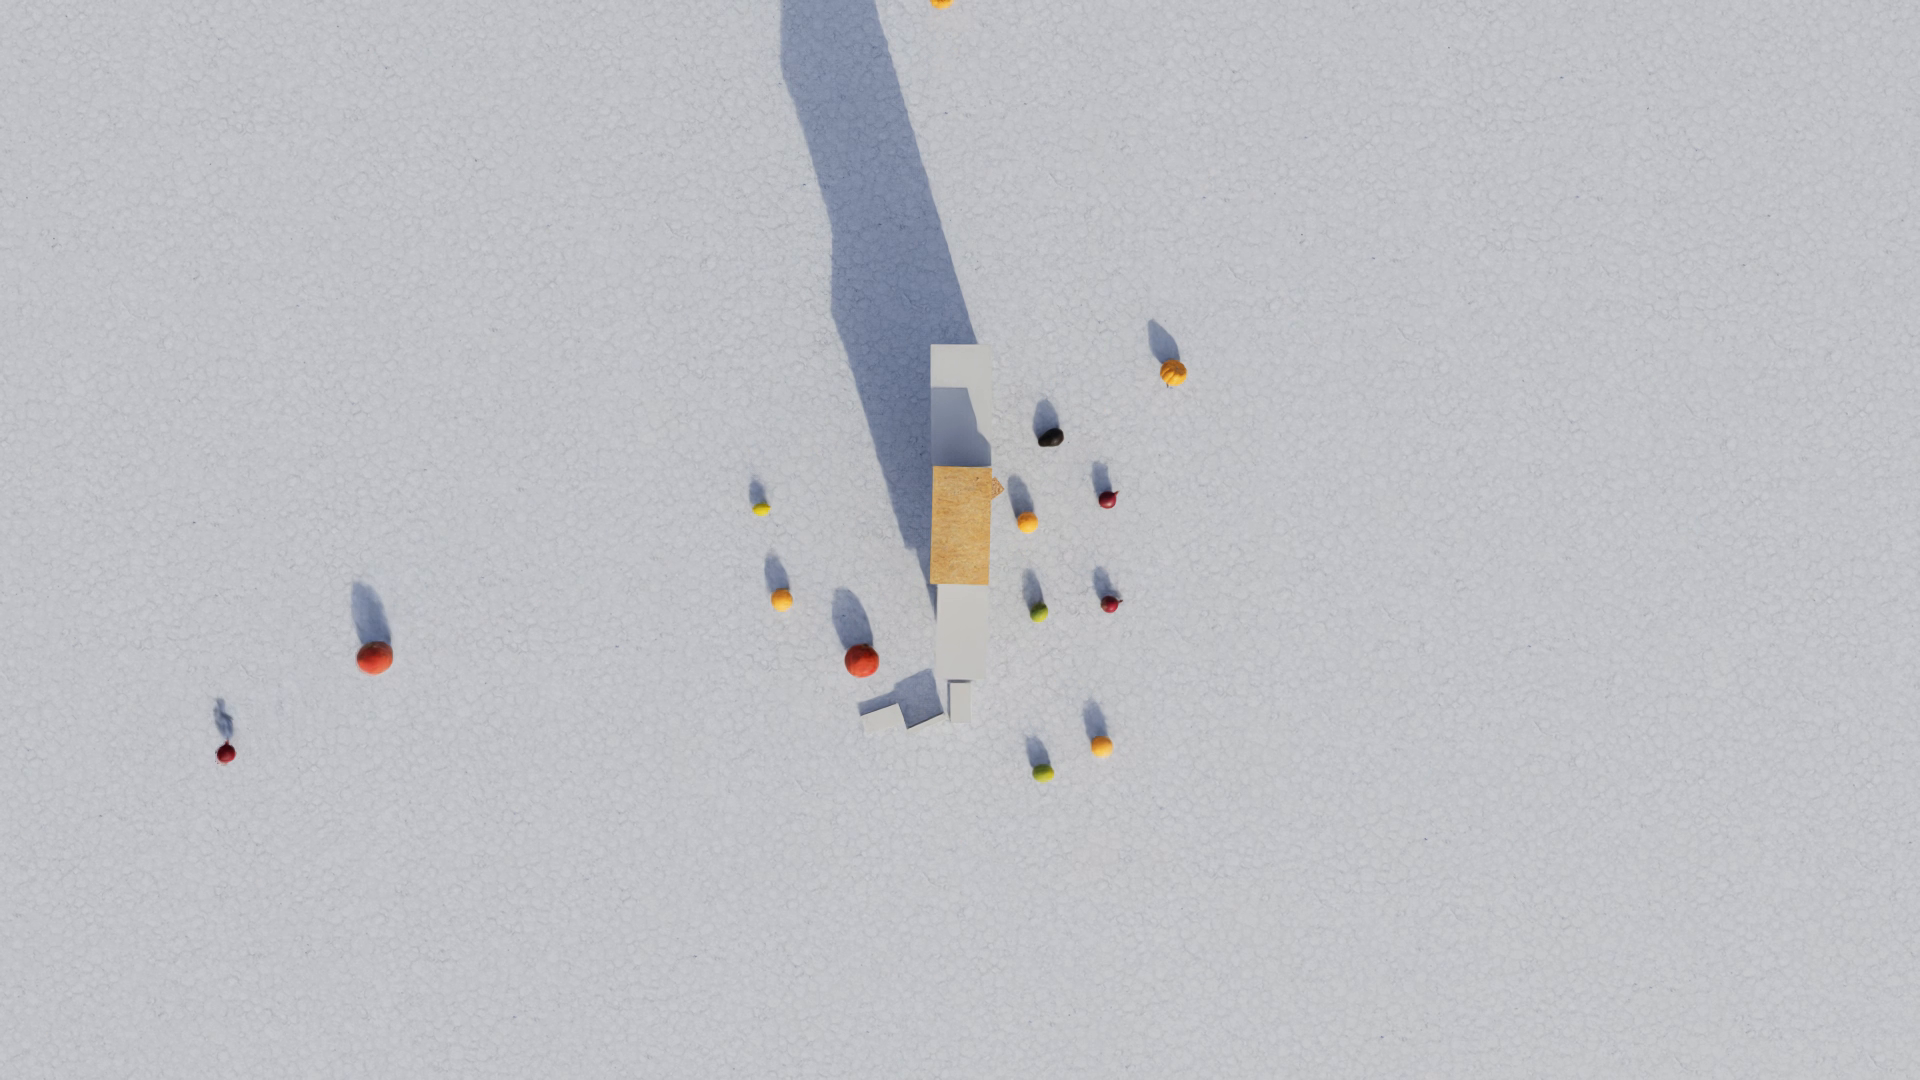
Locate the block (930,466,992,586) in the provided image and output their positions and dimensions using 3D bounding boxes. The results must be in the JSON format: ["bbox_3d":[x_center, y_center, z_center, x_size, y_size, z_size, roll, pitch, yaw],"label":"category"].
[{"bbox_3d":[0.003,-0.041,4.758,0.169,0.048,0.338,2,90,0],"label":"block"}]

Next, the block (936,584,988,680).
[{"bbox_3d":[0.006,0.268,4.990,0.152,0.043,0.304,1,90,0],"label":"block"}]

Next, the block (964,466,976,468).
[{"bbox_3d":[-0.005,-0.324,5.266,0.109,0.031,0.219,0,90,0],"label":"block"}]

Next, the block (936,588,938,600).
[{"bbox_3d":[0.005,0.170,5.165,0.152,0.304,0.043,-3,90,0],"label":"block"}]

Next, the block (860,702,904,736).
[{"bbox_3d":[-0.257,0.596,5.491,0.134,0.019,0.067,-19,90,0],"label":"block"}]

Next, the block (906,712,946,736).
[{"bbox_3d":[-0.113,0.608,5.466,0.134,0.067,0.019,-24,90,0],"label":"block"}]

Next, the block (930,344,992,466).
[{"bbox_3d":[0.003,-0.396,4.869,0.178,0.050,0.356,0,90,0],"label":"block"}]

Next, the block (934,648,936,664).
[{"bbox_3d":[-0.001,0.359,5.176,0.152,0.329,0.043,-7,90,0],"label":"block"}]

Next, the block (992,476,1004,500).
[{"bbox_3d":[0.048,-0.115,4.951,0.169,0.338,0.048,-36,90,0],"label":"block"}]

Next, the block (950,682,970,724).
[{"bbox_3d":[0.002,0.543,5.491,0.067,0.019,0.134,0,90,0],"label":"block"}]
